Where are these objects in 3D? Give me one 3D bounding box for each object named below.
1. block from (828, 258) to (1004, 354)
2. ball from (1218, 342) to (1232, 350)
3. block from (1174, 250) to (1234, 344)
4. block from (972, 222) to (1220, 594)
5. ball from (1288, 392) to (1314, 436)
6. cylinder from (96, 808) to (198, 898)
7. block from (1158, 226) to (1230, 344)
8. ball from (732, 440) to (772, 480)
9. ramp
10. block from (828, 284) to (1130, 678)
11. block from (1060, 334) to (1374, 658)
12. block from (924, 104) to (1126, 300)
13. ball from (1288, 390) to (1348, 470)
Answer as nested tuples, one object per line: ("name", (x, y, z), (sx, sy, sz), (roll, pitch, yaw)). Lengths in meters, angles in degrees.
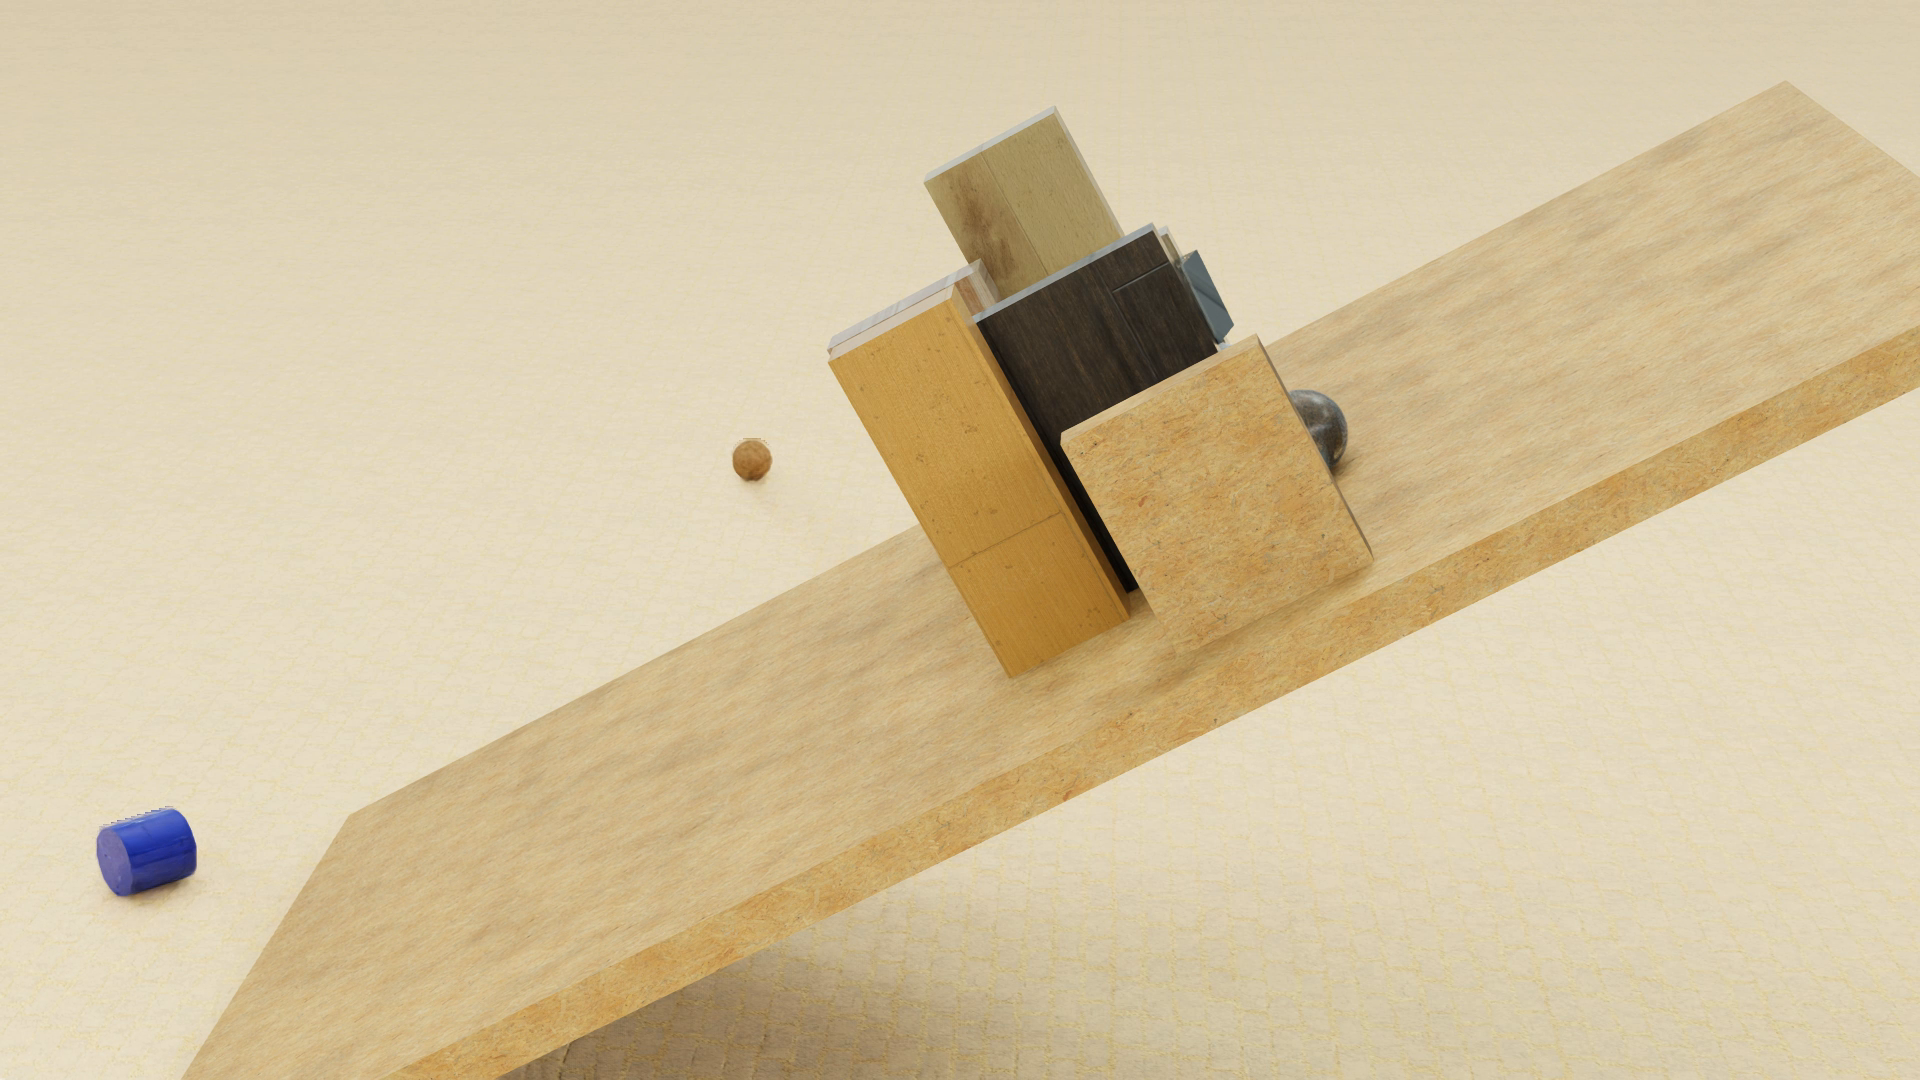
("block", (0.010, -0.298, 6.776), (0.393, 0.571, 0.128), (-27, 14, 11))
("ball", (0.522, -0.300, 5.948), (0.201, 0.201, 0.201), (0, 18, 0))
("block", (0.422, -0.455, 5.913), (0.172, 0.172, 0.172), (-24, 9, 21))
("block", (0.332, -0.245, 5.828), (0.445, 0.631, 0.081), (-27, 14, 11))
("ball", (0.674, -0.244, 6.170), (0.134, 0.134, 0.134), (0, 18, 0))
("cylinder", (-2.038, 0.783, 7.371), (0.180, 0.180, 0.180), (-16, 24, -41))
("block", (0.416, -0.362, 6.295), (0.334, 0.521, 0.084), (-27, 14, 11))
("ball", (-0.763, -0.293, 10.782), (0.148, 0.148, 0.148), (0, 18, 0))
("ramp", (0.141, 0.167, 6.282), (4.000, 0.100, 2.000), (-27, 14, 11))
("block", (0.043, -0.110, 5.735), (0.270, 0.727, 0.115), (-27, 14, 11))
("block", (0.467, -0.078, 5.337), (0.397, 0.459, 0.081), (-27, 14, 11))
("block", (0.255, -0.582, 6.844), (0.339, 0.779, 0.114), (-27, 14, 11))
("ball", (0.692, -0.214, 5.933), (0.181, 0.181, 0.181), (0, 18, 0))
